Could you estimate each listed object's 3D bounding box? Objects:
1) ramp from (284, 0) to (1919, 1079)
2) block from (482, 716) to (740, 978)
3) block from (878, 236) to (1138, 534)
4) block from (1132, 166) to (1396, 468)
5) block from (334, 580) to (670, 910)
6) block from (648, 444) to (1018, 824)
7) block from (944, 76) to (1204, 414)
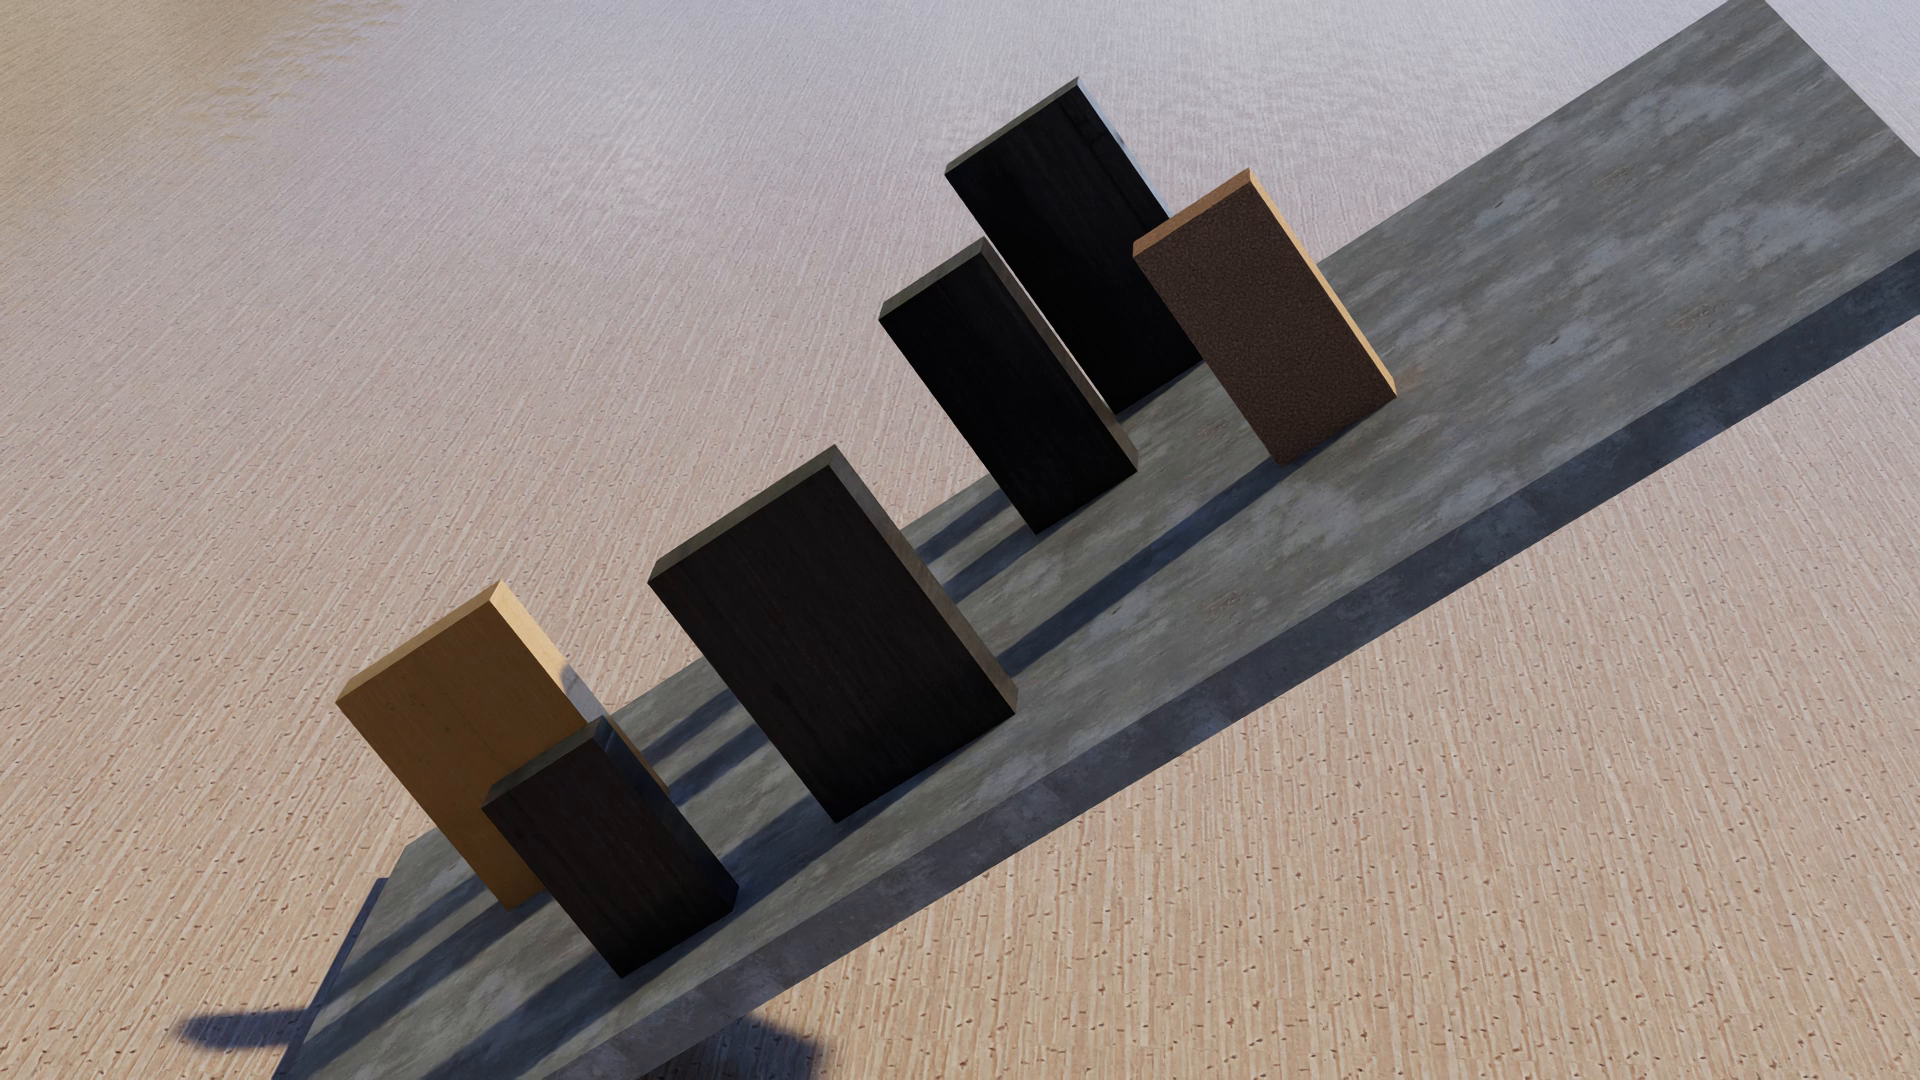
[{"bbox_3d":[0.135,0.174,6.306,4.000,0.100,2.000,-32,16,15],"label":"ramp"},{"bbox_3d":[-0.684,0.605,5.781,0.277,0.450,0.104,-32,16,15],"label":"block"},{"bbox_3d":[0.111,-0.340,6.530,0.275,0.607,0.132,-32,16,15],"label":"block"},{"bbox_3d":[0.610,-0.442,5.880,0.276,0.533,0.113,-32,16,15],"label":"block"},{"bbox_3d":[-1.022,0.465,6.601,0.443,0.624,0.124,-32,16,15],"label":"block"},{"bbox_3d":[-0.243,0.188,5.725,0.433,0.618,0.117,-32,16,15],"label":"block"},{"bbox_3d":[0.322,-0.685,6.894,0.374,0.708,0.097,-32,16,15],"label":"block"}]
